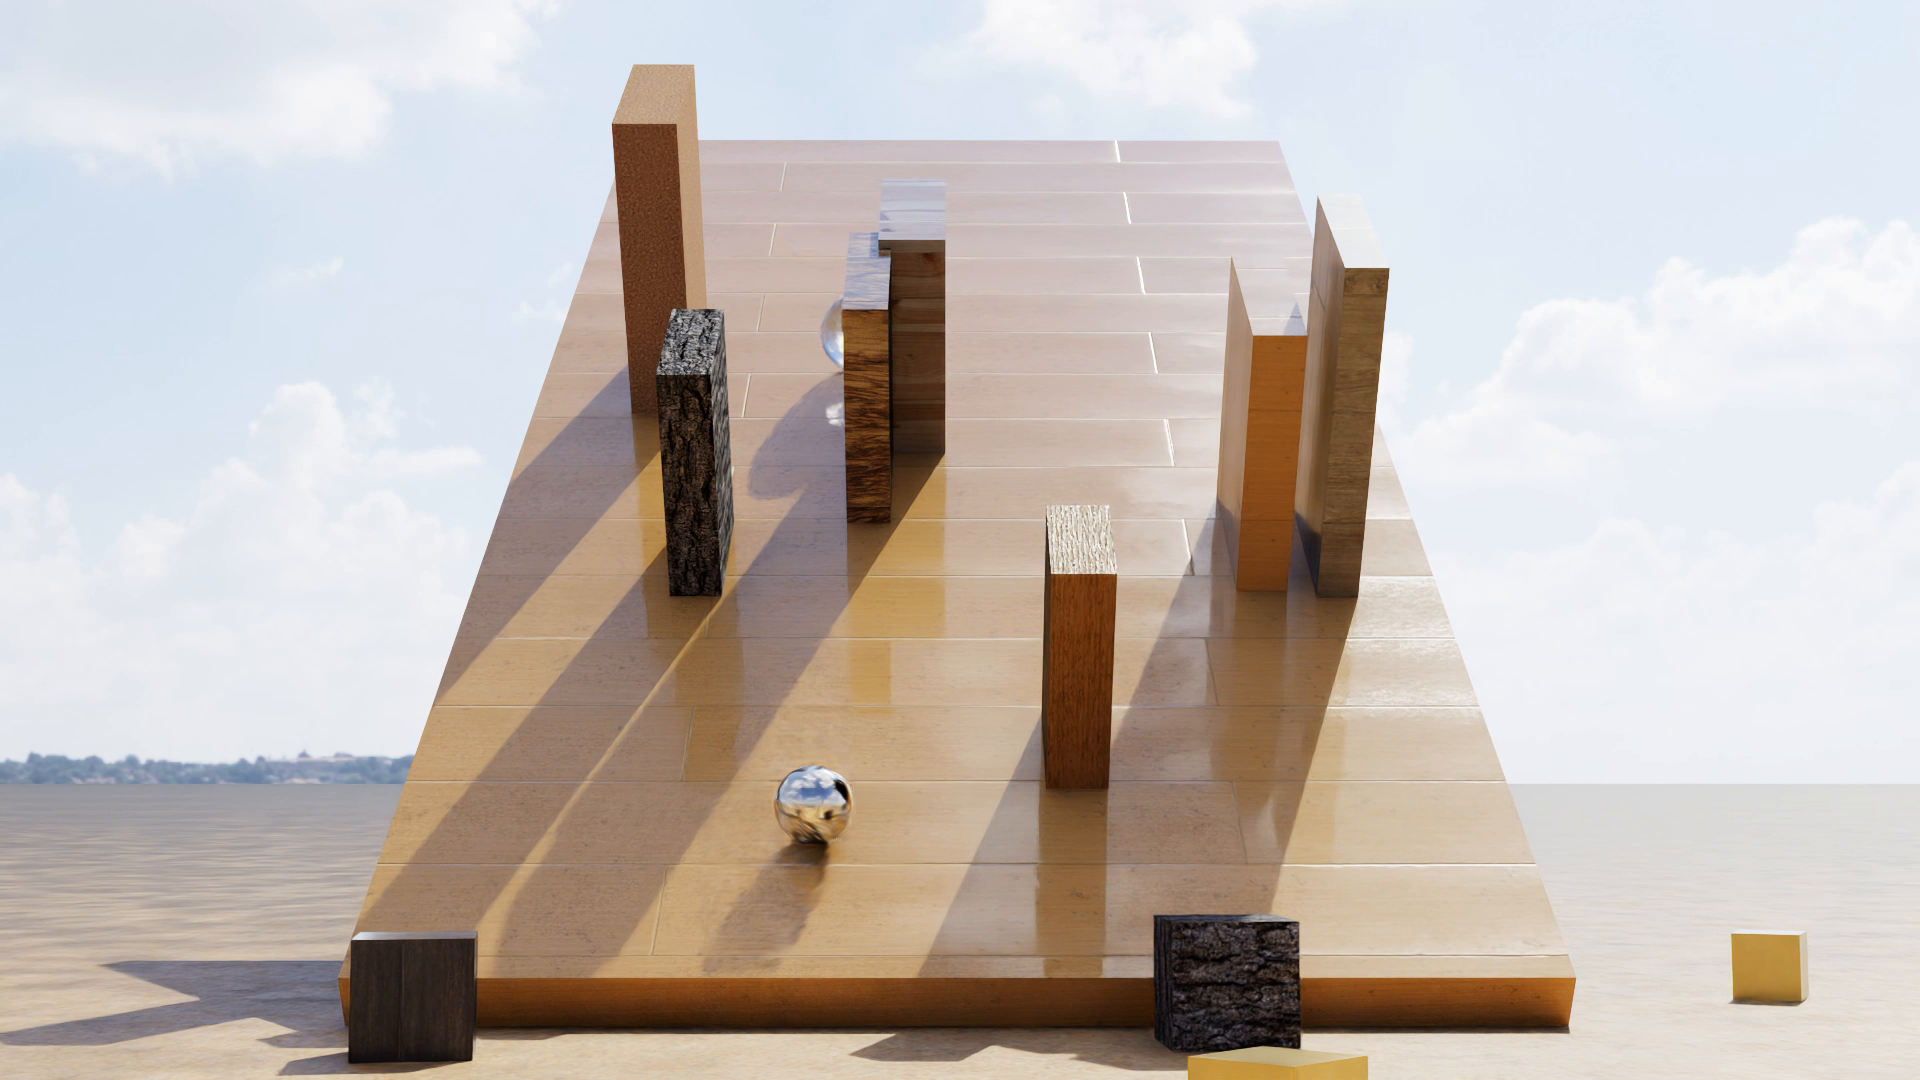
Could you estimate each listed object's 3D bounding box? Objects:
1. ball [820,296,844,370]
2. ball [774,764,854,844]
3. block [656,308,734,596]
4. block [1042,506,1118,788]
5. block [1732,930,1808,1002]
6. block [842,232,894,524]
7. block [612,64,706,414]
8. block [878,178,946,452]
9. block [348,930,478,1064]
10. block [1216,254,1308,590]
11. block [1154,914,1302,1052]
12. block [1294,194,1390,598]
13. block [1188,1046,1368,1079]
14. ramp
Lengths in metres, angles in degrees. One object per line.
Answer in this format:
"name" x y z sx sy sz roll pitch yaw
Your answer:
"ball" -0.245 -0.505 5.863 0.195 0.195 0.195 0 -6 0
"ball" -0.254 0.461 4.176 0.138 0.138 0.138 0 -6 0
"block" -0.543 -0.182 4.959 0.107 0.502 0.322 0 29 0
"block" 0.212 0.194 4.341 0.113 0.448 0.250 0 29 0
"block" 1.496 0.784 4.431 0.120 0.120 0.120 -3 -6 25
"block" -0.199 -0.361 5.283 0.094 0.504 0.429 0 29 0
"block" -0.706 -0.717 5.704 0.145 0.716 0.428 0 29 0
"block" -0.107 -0.521 5.553 0.147 0.523 0.378 0 29 0
"block" -0.799 0.667 3.518 0.173 0.173 0.173 1 -6 -10
"block" 0.625 -0.249 5.013 0.107 0.575 0.418 0 29 0
"block" 0.404 0.672 3.656 0.190 0.190 0.190 0 -6 -4
"block" 0.777 -0.297 4.939 0.086 0.731 0.396 0 29 0
"block" 0.317 0.578 2.388 0.128 0.128 0.128 -5 -8 42
"ramp" -0.012 -0.217 5.649 2.000 0.100 4.000 0 29 0
